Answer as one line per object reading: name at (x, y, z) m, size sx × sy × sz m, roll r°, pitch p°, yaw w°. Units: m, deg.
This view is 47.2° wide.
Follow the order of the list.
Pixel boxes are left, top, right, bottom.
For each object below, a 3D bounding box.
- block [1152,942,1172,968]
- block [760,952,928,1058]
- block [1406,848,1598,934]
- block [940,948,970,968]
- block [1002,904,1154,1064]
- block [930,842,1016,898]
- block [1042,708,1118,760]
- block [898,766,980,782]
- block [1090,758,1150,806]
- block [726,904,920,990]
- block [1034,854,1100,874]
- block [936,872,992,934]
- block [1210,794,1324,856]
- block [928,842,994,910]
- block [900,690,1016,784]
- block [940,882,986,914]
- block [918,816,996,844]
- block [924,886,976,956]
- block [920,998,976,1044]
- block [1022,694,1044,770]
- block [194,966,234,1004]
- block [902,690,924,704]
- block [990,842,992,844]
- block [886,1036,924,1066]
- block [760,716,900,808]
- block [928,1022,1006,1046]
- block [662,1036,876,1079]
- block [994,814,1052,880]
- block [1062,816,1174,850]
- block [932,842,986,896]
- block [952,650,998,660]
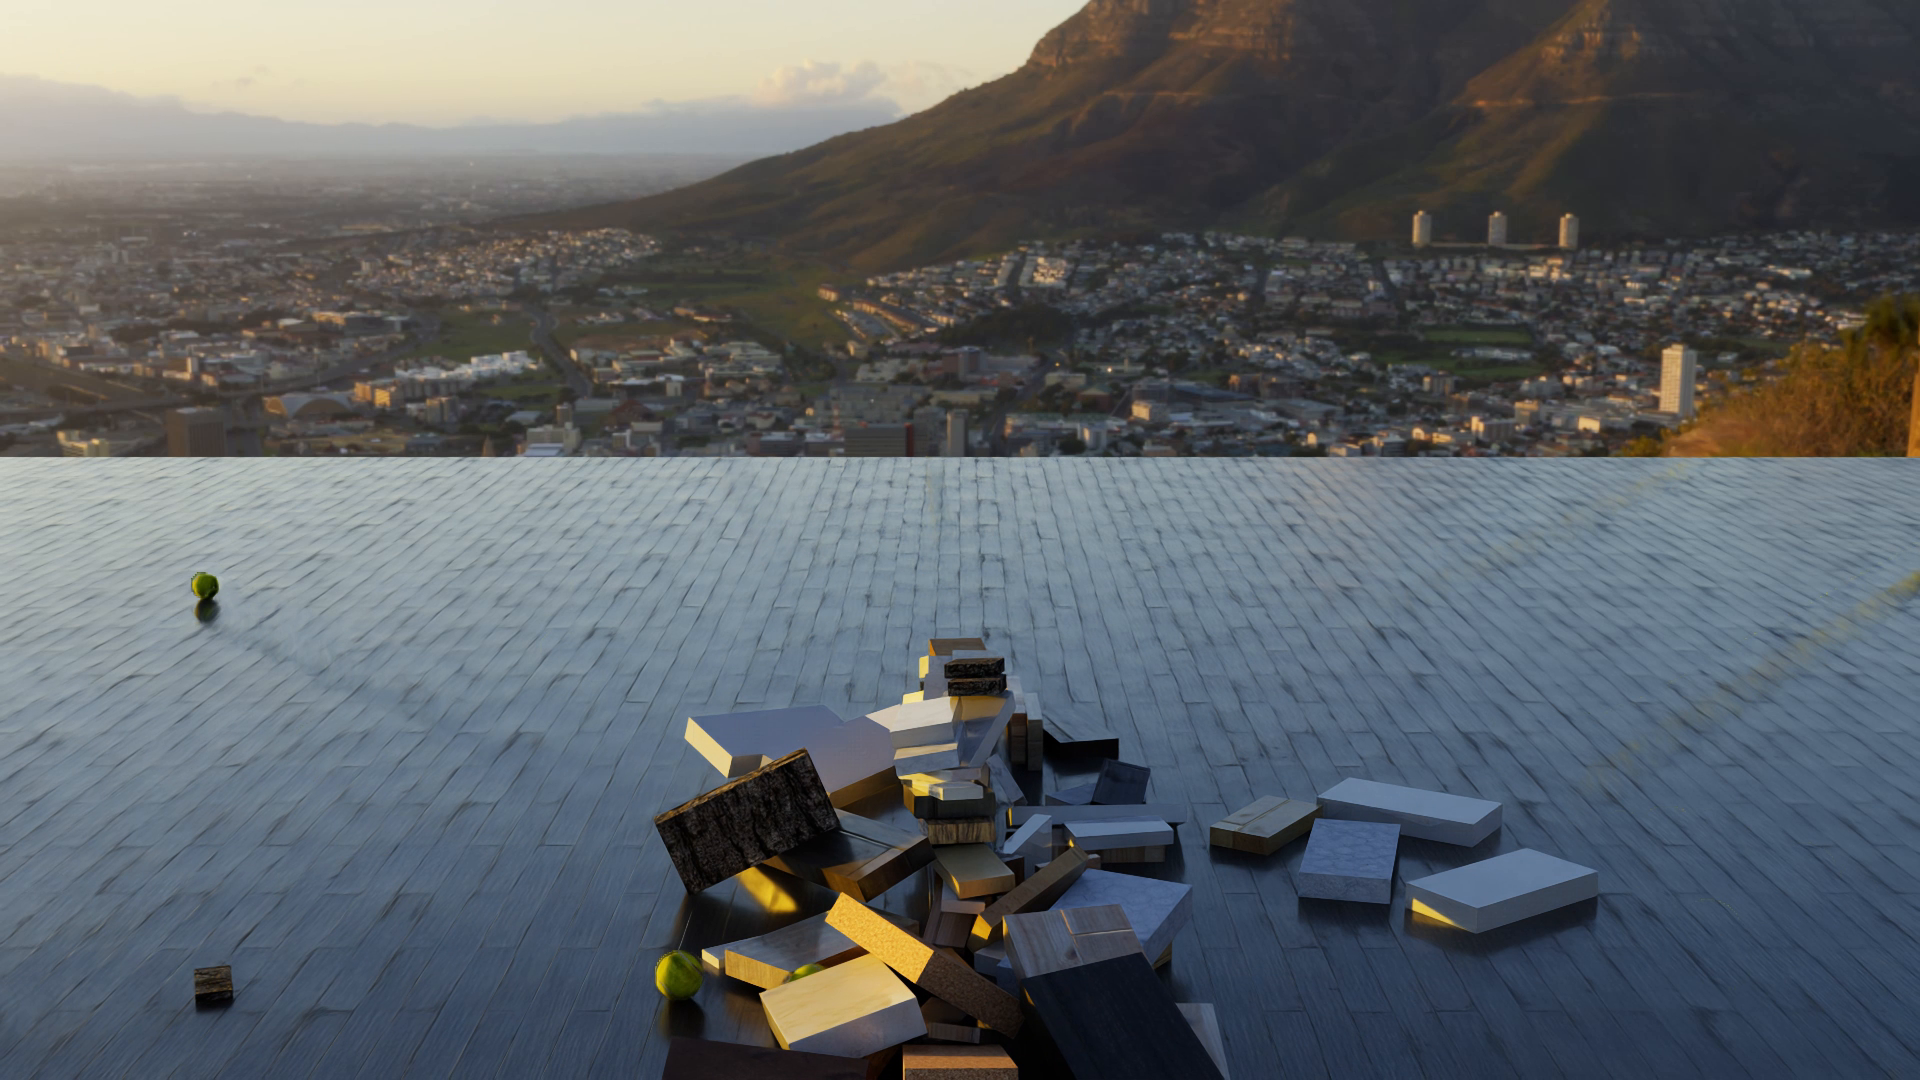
block at (0.224, 0.639, 3.324) m, size 0.104 × 0.029 × 0.208 m, roll 7°, pitch 13°, yaw 34°
block at (-0.163, 0.638, 2.971) m, size 0.173 × 0.049 × 0.346 m, roll -18°, pitch 3°, yaw -11°
block at (0.895, 0.576, 3.628) m, size 0.301 × 0.043 × 0.150 m, roll -8°, pitch 13°, yaw -36°
block at (-0.022, 0.648, 3.303) m, size 0.067 × 0.019 × 0.134 m, roll -4°, pitch 11°, yaw -20°
block at (0.175, 0.611, 3.060) m, size 0.175 × 0.049 × 0.349 m, roll -4°, pitch 16°, yaw -8°
block at (0.018, 0.518, 3.463) m, size 0.090 × 0.025 × 0.180 m, roll -7°, pitch 11°, yaw -14°
block at (0.230, 0.402, 4.583) m, size 0.126 × 0.036 × 0.251 m, roll -3°, pitch 11°, yaw -15°
block at (-0.035, 0.394, 3.715) m, size 0.067 × 0.019 × 0.133 m, roll -1°, pitch -2°, yaw -43°
block at (0.300, 0.469, 4.120) m, size 0.090 × 0.026 × 0.181 m, roll 13°, pitch 22°, yaw 7°
block at (-0.206, 0.618, 3.337) m, size 0.139 × 0.039 × 0.277 m, roll 9°, pitch 14°, yaw 40°
block at (0.177, 0.553, 3.604) m, size 0.116 × 0.058 × 0.016 m, roll -6°, pitch 12°, yaw -28°
block at (0.006, 0.573, 3.512) m, size 0.090 × 0.026 × 0.180 m, roll 0°, pitch 32°, yaw 0°
block at (0.557, 0.515, 3.984) m, size 0.114 × 0.032 × 0.229 m, roll 7°, pitch 13°, yaw 33°
block at (0.000, 0.542, 3.684) m, size 0.108 × 0.031 × 0.217 m, roll -1°, pitch 26°, yaw -3°
block at (-0.003, 0.350, 3.919) m, size 0.132 × 0.037 × 0.264 m, roll -2°, pitch 25°, yaw 21°
block at (0.006, 0.551, 3.439) m, size 0.067 × 0.019 × 0.134 m, roll 4°, pitch 11°, yaw 1°
block at (-0.007, 0.474, 3.646) m, size 0.108 × 0.031 × 0.217 m, roll -2°, pitch -1°, yaw -5°
block at (-0.014, 0.594, 3.436) m, size 0.067 × 0.019 × 0.134 m, roll 6°, pitch 33°, yaw 9°
block at (-0.033, 0.685, 3.104) m, size 0.071 × 0.020 × 0.141 m, roll 4°, pitch 11°, yaw 20°
block at (0.147, 0.388, 4.468) m, size 0.030 × 0.105 × 0.210 m, roll 0°, pitch 11°, yaw -1°
block at (-1.107, 0.658, 3.261) m, size 0.052 × 0.015 × 0.103 m, roll -4°, pitch 11°, yaw -19°
block at (-0.031, 0.341, 4.705) m, size 0.095 × 0.027 × 0.190 m, roll 12°, pitch -17°, yaw -31°
block at (-0.001, 0.523, 3.796) m, size 0.108 × 0.031 × 0.217 m, roll -1°, pitch 25°, yaw -3°
block at (-0.106, 0.680, 3.048) m, size 0.071 × 0.020 × 0.141 m, roll -28°, pitch 19°, yaw -13°
block at (-0.223, 0.432, 4.255) m, size 0.163 × 0.046 × 0.327 m, roll 26°, pitch 23°, yaw 27°
block at (0.011, 0.675, 3.005) m, size 0.071 × 0.020 × 0.141 m, roll 3°, pitch -13°, yaw 17°
block at (-0.246, 0.701, 2.735) m, size 0.263 × 0.131 × 0.037 m, roll 3°, pitch -30°, yaw 16°
block at (0.106, 0.538, 3.653) m, size 0.030 × 0.107 × 0.214 m, roll 4°, pitch 11°, yaw 19°
block at (0.276, 0.512, 3.844) m, size 0.176 × 0.025 × 0.088 m, roll -2°, pitch 11°, yaw -12°
block at (0.000, 0.549, 3.599) m, size 0.090 × 0.026 × 0.180 m, roll 0°, pitch 32°, yaw -2°
block at (0.031, 0.253, 4.305) m, size 0.089 × 0.025 × 0.177 m, roll 1°, pitch 13°, yaw -1°
